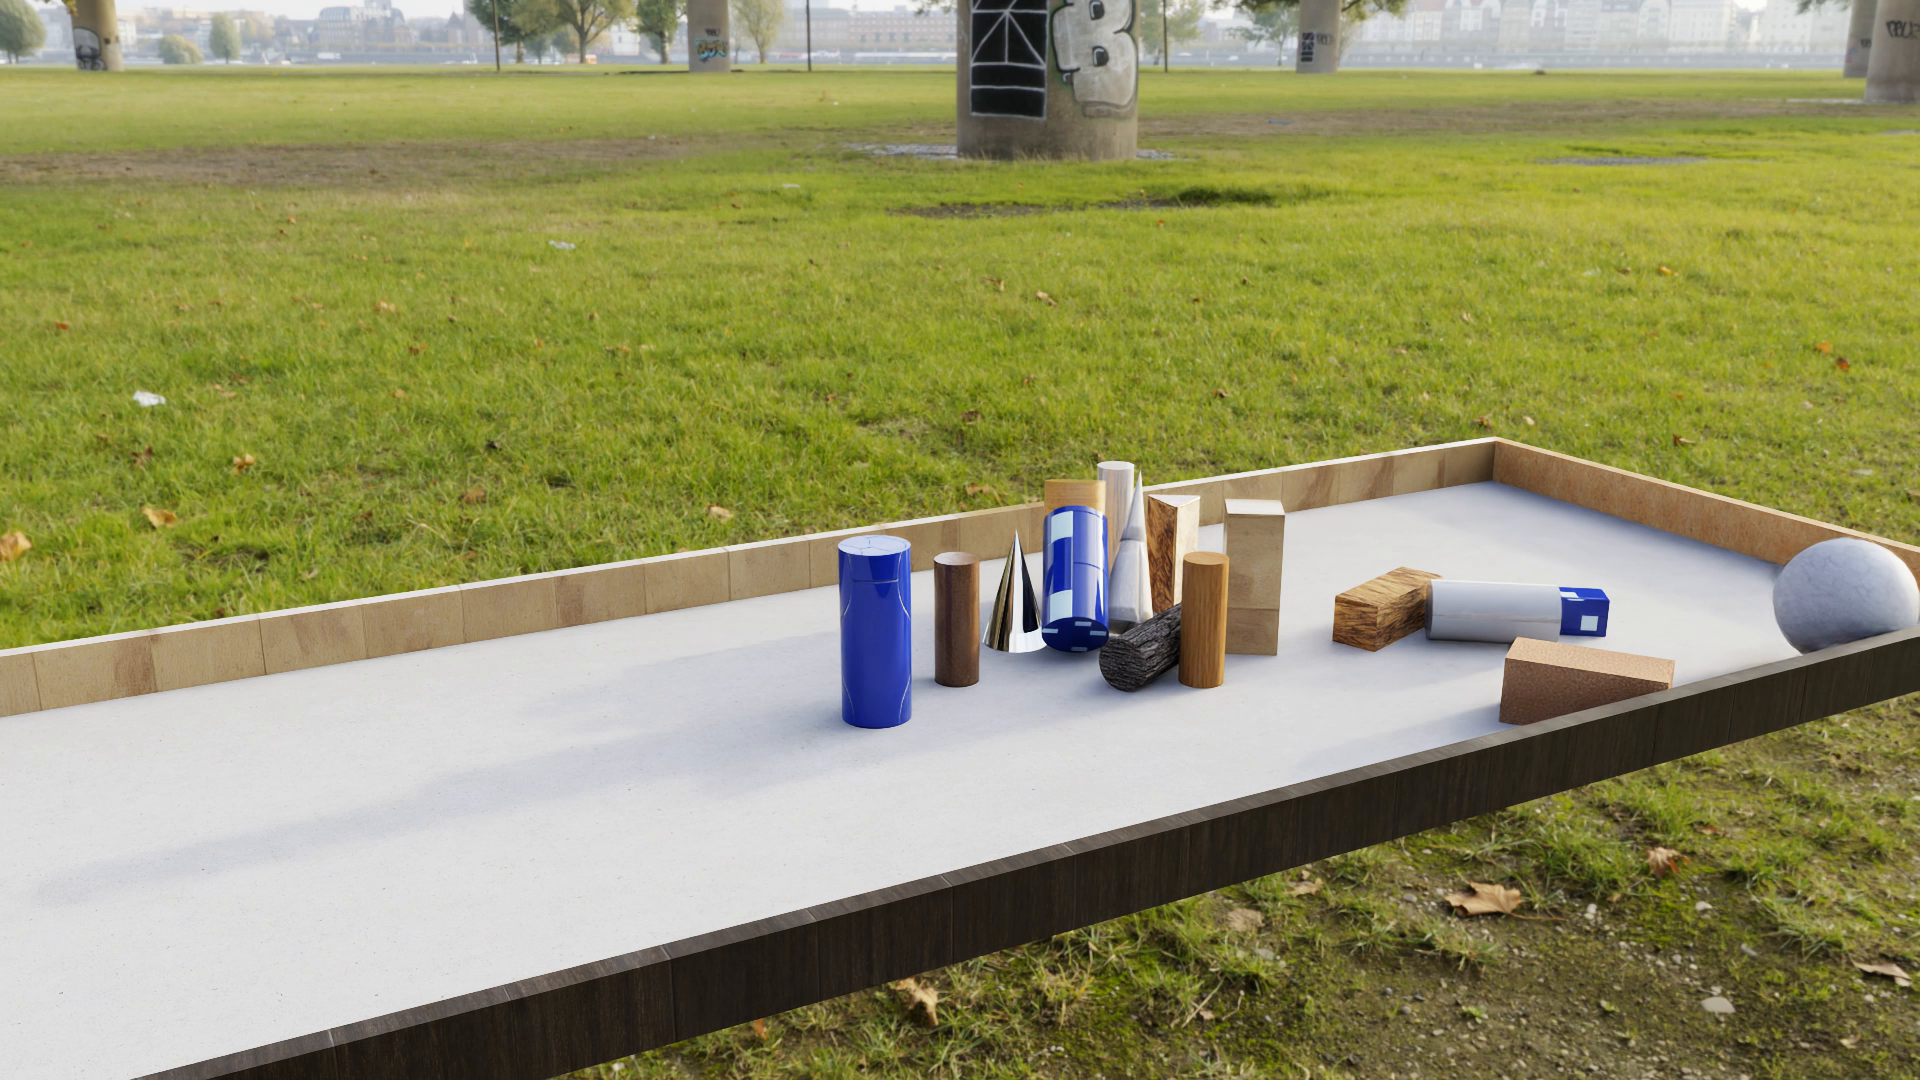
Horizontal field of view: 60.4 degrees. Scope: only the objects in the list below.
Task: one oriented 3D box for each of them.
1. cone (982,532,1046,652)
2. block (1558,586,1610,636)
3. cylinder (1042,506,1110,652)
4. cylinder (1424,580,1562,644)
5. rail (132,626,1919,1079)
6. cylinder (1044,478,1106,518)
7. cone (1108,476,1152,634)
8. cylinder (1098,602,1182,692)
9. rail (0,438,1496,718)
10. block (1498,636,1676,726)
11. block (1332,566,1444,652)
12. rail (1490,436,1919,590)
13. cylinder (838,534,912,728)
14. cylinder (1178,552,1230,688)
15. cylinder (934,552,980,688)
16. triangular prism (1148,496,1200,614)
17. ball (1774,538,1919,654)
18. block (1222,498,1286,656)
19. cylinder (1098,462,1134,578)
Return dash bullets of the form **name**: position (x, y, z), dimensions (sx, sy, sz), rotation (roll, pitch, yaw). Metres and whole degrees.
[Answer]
- **cone**: position (0.148, 0.121, 4.386), dimensions (0.174, 0.313, 0.174), rotation (0, 16, 0)
- **block**: position (1.550, 0.189, 4.526), dimensions (0.414, 0.104, 0.104), rotation (2, 17, 8)
- **cylinder**: position (0.306, 0.102, 4.373), dimensions (0.176, 0.176, 0.352), rotation (1, 55, 3)
- **cylinder**: position (1.420, 0.193, 4.407), dimensions (0.326, 0.164, 0.164), rotation (2, 17, 8)
- **rail**: position (-2.336, 1.006, 1.665), dimensions (12.000, 0.150, 0.050), rotation (-9, 18, -27)
- **cylinder**: position (0.320, 0.013, 4.632), dimensions (0.171, 0.358, 0.171), rotation (1, 5, 0)
- **cone**: position (0.467, 0.021, 4.463), dimensions (0.157, 0.450, 0.157), rotation (7, -17, 2)
- **cylinder**: position (0.517, 0.262, 4.220), dimensions (0.137, 0.137, 0.402), rotation (11, 20, 34)
- **rail**: position (-3.305, 0.497, 3.399), dimensions (12.000, 0.150, 0.050), rotation (-9, 18, -27)
- **block**: position (1.466, 0.355, 3.861), dimensions (0.355, 0.162, 0.162), rotation (8, 18, 26)
- **block**: position (1.169, 0.185, 4.500), dimensions (0.127, 0.127, 0.361), rotation (15, 22, 41)
- **rail**: position (2.466, -0.048, 5.253), dimensions (0.050, 0.150, 2.100), rotation (-9, 18, -27)
- **cylinder**: position (-0.198, 0.215, 3.873), dimensions (0.168, 0.423, 0.168), rotation (0, 16, 0)
- **cylinder**: position (0.606, 0.199, 4.107), dimensions (0.113, 0.322, 0.113), rotation (0, 16, 0)
- **cylinder**: position (-0.008, 0.198, 4.114), dimensions (0.113, 0.319, 0.113), rotation (0, 16, 0)
- **triangular prism**: position (0.579, 0.042, 4.630), dimensions (0.121, 0.329, 0.140), rotation (11, 20, 33)
- **ball**: position (2.263, 0.162, 4.214), dimensions (0.332, 0.332, 0.332), rotation (0, 16, 0)
- **block**: position (0.766, 0.097, 4.345), dimensions (0.145, 0.383, 0.145), rotation (2, 16, 5)
- **cylinder**: position (0.453, -0.042, 4.848), dimensions (0.106, 0.366, 0.106), rotation (0, 16, 0)
